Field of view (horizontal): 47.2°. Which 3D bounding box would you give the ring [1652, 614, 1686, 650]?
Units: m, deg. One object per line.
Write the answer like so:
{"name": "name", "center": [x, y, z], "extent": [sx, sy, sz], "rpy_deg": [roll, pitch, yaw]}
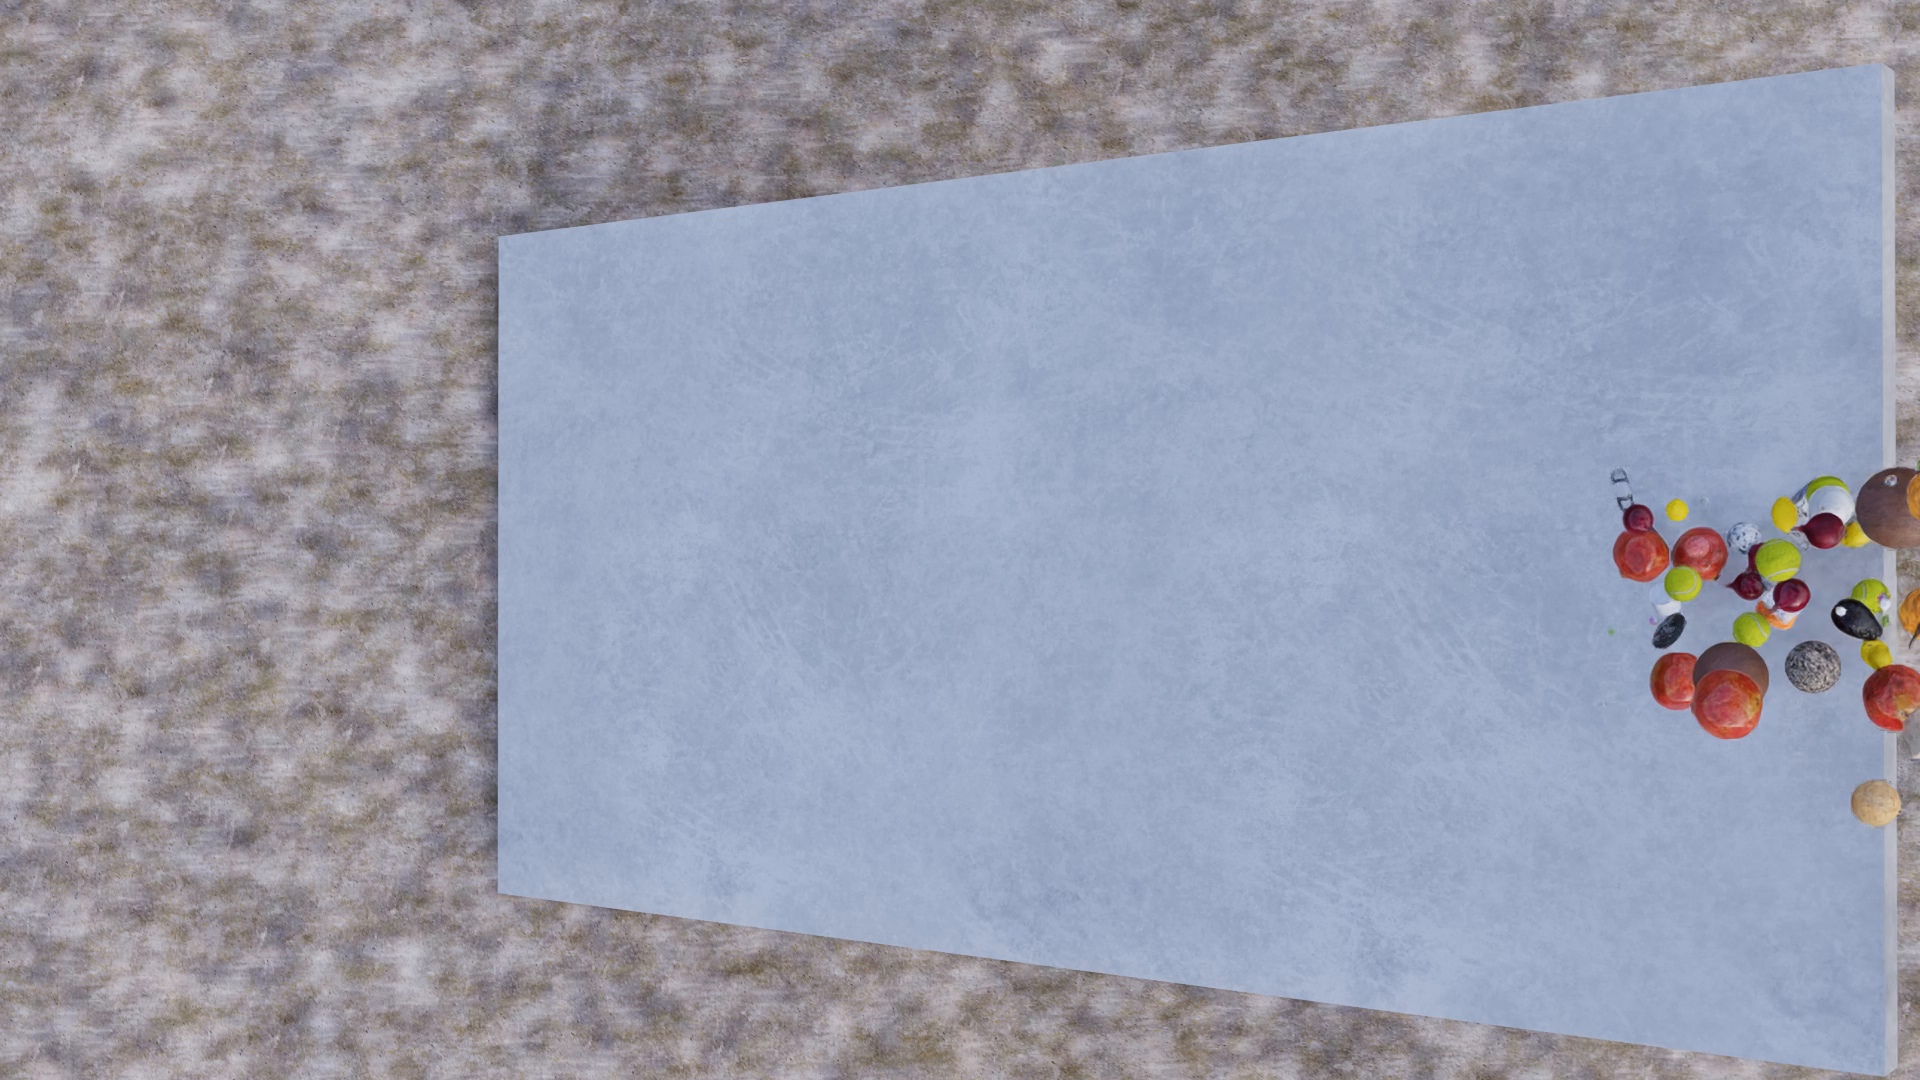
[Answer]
{"name": "ring", "center": [1.348, 0.174, 4.180], "extent": [0.027, 0.080, 0.080], "rpy_deg": [36, 90, 0]}

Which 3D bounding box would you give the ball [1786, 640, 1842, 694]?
{"name": "ball", "center": [1.472, 0.219, 3.793], "extent": [0.091, 0.091, 0.091], "rpy_deg": [0, 90, 0]}

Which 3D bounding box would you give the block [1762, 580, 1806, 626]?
{"name": "block", "center": [1.595, 0.121, 4.255], "extent": [0.055, 0.055, 0.055], "rpy_deg": [-44, 61, 8]}

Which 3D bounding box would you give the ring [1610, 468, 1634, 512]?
{"name": "ring", "center": [1.353, -0.103, 4.491], "extent": [0.031, 0.092, 0.092], "rpy_deg": [-15, 90, 16]}

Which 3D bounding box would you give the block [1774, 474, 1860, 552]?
{"name": "block", "center": [1.684, -0.052, 4.327], "extent": [0.094, 0.094, 0.094], "rpy_deg": [45, 69, 7]}

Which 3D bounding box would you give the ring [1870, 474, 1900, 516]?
{"name": "ring", "center": [1.682, -0.081, 3.997], "extent": [0.028, 0.084, 0.084], "rpy_deg": [-27, 90, 25]}

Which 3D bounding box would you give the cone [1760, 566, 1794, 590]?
{"name": "cone", "center": [1.630, 0.065, 4.351], "extent": [0.063, 0.063, 0.063], "rpy_deg": [12, 58, -19]}

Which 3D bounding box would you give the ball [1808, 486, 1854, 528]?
{"name": "ball", "center": [1.464, -0.056, 3.696], "extent": [0.072, 0.072, 0.072], "rpy_deg": [0, 90, 0]}

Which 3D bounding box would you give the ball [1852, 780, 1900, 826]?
{"name": "ball", "center": [1.315, 0.378, 3.158], "extent": [0.066, 0.066, 0.066], "rpy_deg": [0, 90, 0]}

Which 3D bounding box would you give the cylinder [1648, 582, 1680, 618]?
{"name": "cylinder", "center": [1.376, 0.117, 4.294], "extent": [0.050, 0.050, 0.050], "rpy_deg": [-16, 54, 23]}

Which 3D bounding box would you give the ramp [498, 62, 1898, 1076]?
{"name": "ramp", "center": [0.237, 0.066, 5.557], "extent": [4.000, 0.100, 2.000], "rpy_deg": [0, 89, 36]}

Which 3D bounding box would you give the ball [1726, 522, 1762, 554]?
{"name": "ball", "center": [1.545, -0.004, 4.331], "extent": [0.065, 0.065, 0.065], "rpy_deg": [0, 90, 0]}

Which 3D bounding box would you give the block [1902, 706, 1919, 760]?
{"name": "block", "center": [1.633, 0.320, 3.671], "extent": [0.071, 0.071, 0.071], "rpy_deg": [7, 53, -11]}
